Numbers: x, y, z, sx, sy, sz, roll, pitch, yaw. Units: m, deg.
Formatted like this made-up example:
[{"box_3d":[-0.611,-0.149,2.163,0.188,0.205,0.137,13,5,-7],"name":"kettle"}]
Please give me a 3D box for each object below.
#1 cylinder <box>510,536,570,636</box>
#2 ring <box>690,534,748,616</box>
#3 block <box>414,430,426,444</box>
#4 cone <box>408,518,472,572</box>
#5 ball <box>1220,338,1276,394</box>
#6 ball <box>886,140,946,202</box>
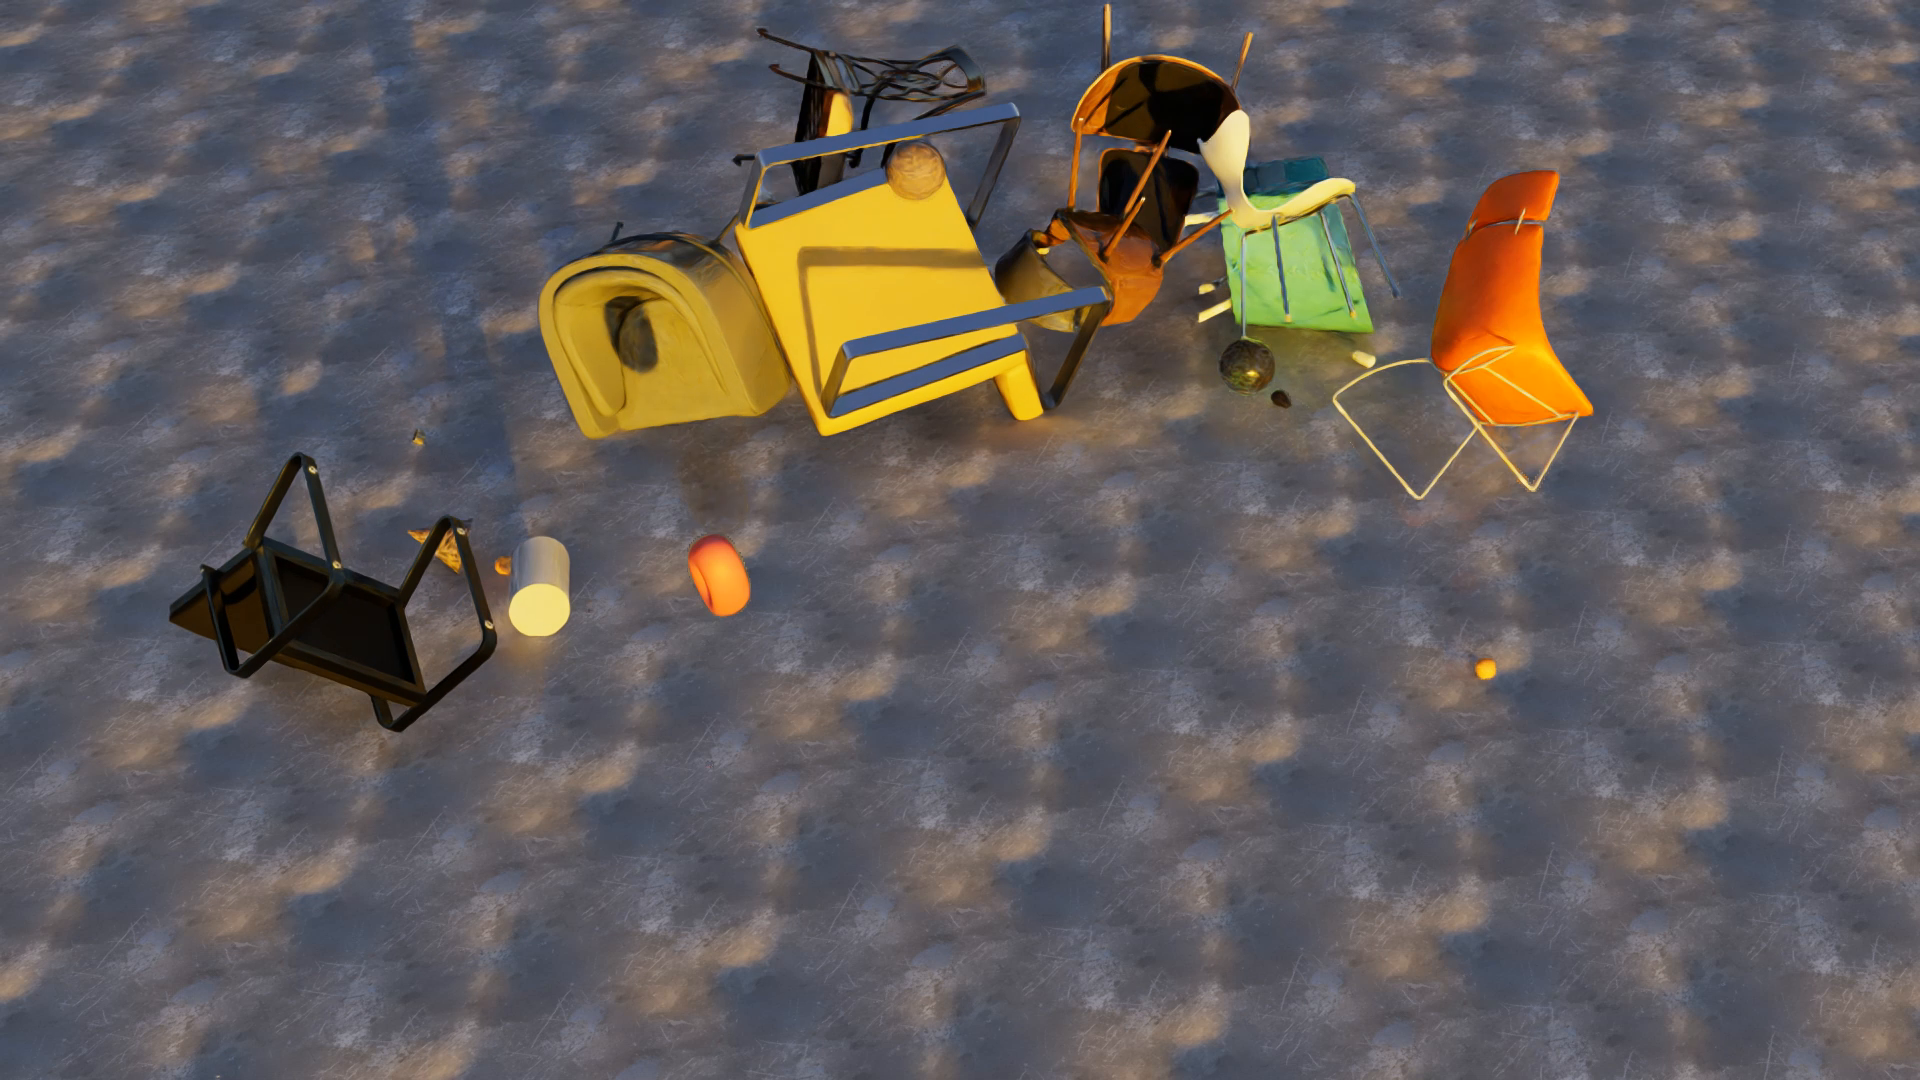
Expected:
[{"box_3d":[-1.495,0.166,10.434,0.211,0.255,0.253,7,39,-13],"name":"cylinder"},{"box_3d":[-0.806,0.118,9.811,0.136,0.421,0.250,-28,73,-12],"name":"ring"},{"box_3d":[-2.120,-0.406,11.500,0.035,0.044,0.037,13,57,-24],"name":"block"},{"box_3d":[-1.920,-0.005,10.740,0.223,0.172,0.242,14,44,-9],"name":"cone"},{"box_3d":[1.087,-0.657,11.088,0.213,0.213,0.213,0,33,0],"name":"ball"},{"box_3d":[-0.167,-1.386,11.013,0.227,0.227,0.227,0,33,0],"name":"ball"}]
